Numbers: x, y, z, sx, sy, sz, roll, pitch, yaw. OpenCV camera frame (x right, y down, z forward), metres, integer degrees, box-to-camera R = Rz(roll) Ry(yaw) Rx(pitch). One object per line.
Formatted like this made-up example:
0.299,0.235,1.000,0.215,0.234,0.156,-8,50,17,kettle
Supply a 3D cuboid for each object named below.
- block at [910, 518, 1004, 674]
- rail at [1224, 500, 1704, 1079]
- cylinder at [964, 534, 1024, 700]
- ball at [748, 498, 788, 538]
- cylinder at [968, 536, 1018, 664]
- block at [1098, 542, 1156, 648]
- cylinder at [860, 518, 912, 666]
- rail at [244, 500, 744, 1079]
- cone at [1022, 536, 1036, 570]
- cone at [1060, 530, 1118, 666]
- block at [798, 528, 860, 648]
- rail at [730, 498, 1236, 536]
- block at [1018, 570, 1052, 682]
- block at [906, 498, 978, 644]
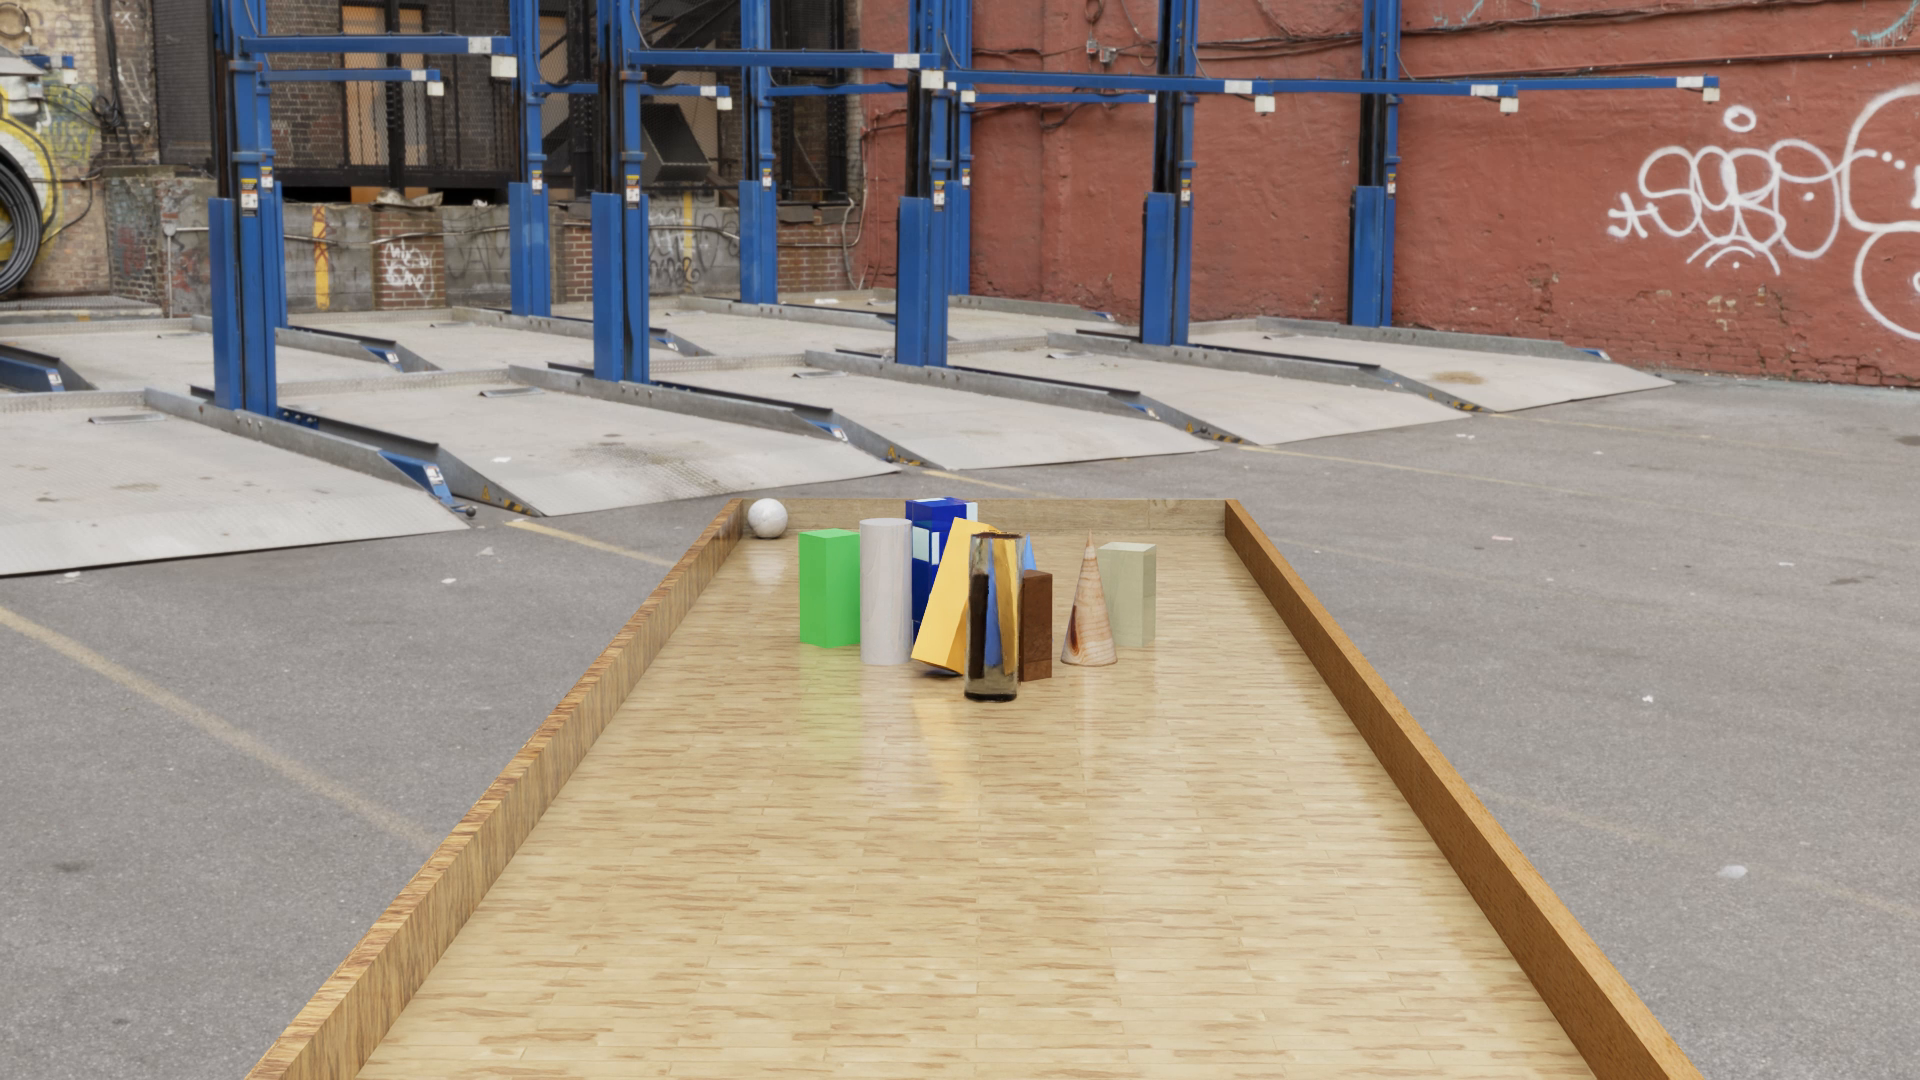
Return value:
-0.001,0.165,6.502,0.121,0.435,0.121,13,-9,31,block
1.046,0.843,3.208,0.050,0.150,12.000,0,9,1,rail
0.095,0.215,6.180,0.150,0.453,0.150,2,6,0,cylinder
-0.791,-0.089,9.037,0.167,0.167,0.167,0,9,0,ball
0.087,0.178,6.694,0.172,0.366,0.172,2,8,0,cylinder
0.527,0.171,6.959,0.150,0.304,0.150,3,10,21,block
-0.225,0.155,6.675,0.159,0.425,0.159,0,9,0,cylinder
-1.004,0.839,3.234,0.050,0.150,12.000,0,9,1,rail
0.215,0.147,6.962,0.161,0.351,0.161,0,9,0,cone
0.392,0.163,6.657,0.175,0.414,0.175,0,9,0,cone
-0.407,0.151,6.943,0.143,0.349,0.143,-7,12,-39,block
0.099,-0.098,9.147,2.100,0.150,0.050,0,9,1,rail
0.197,0.250,6.447,0.105,0.309,0.105,-7,11,-36,block
-0.059,0.104,6.911,0.164,0.451,0.164,-5,11,-31,block
